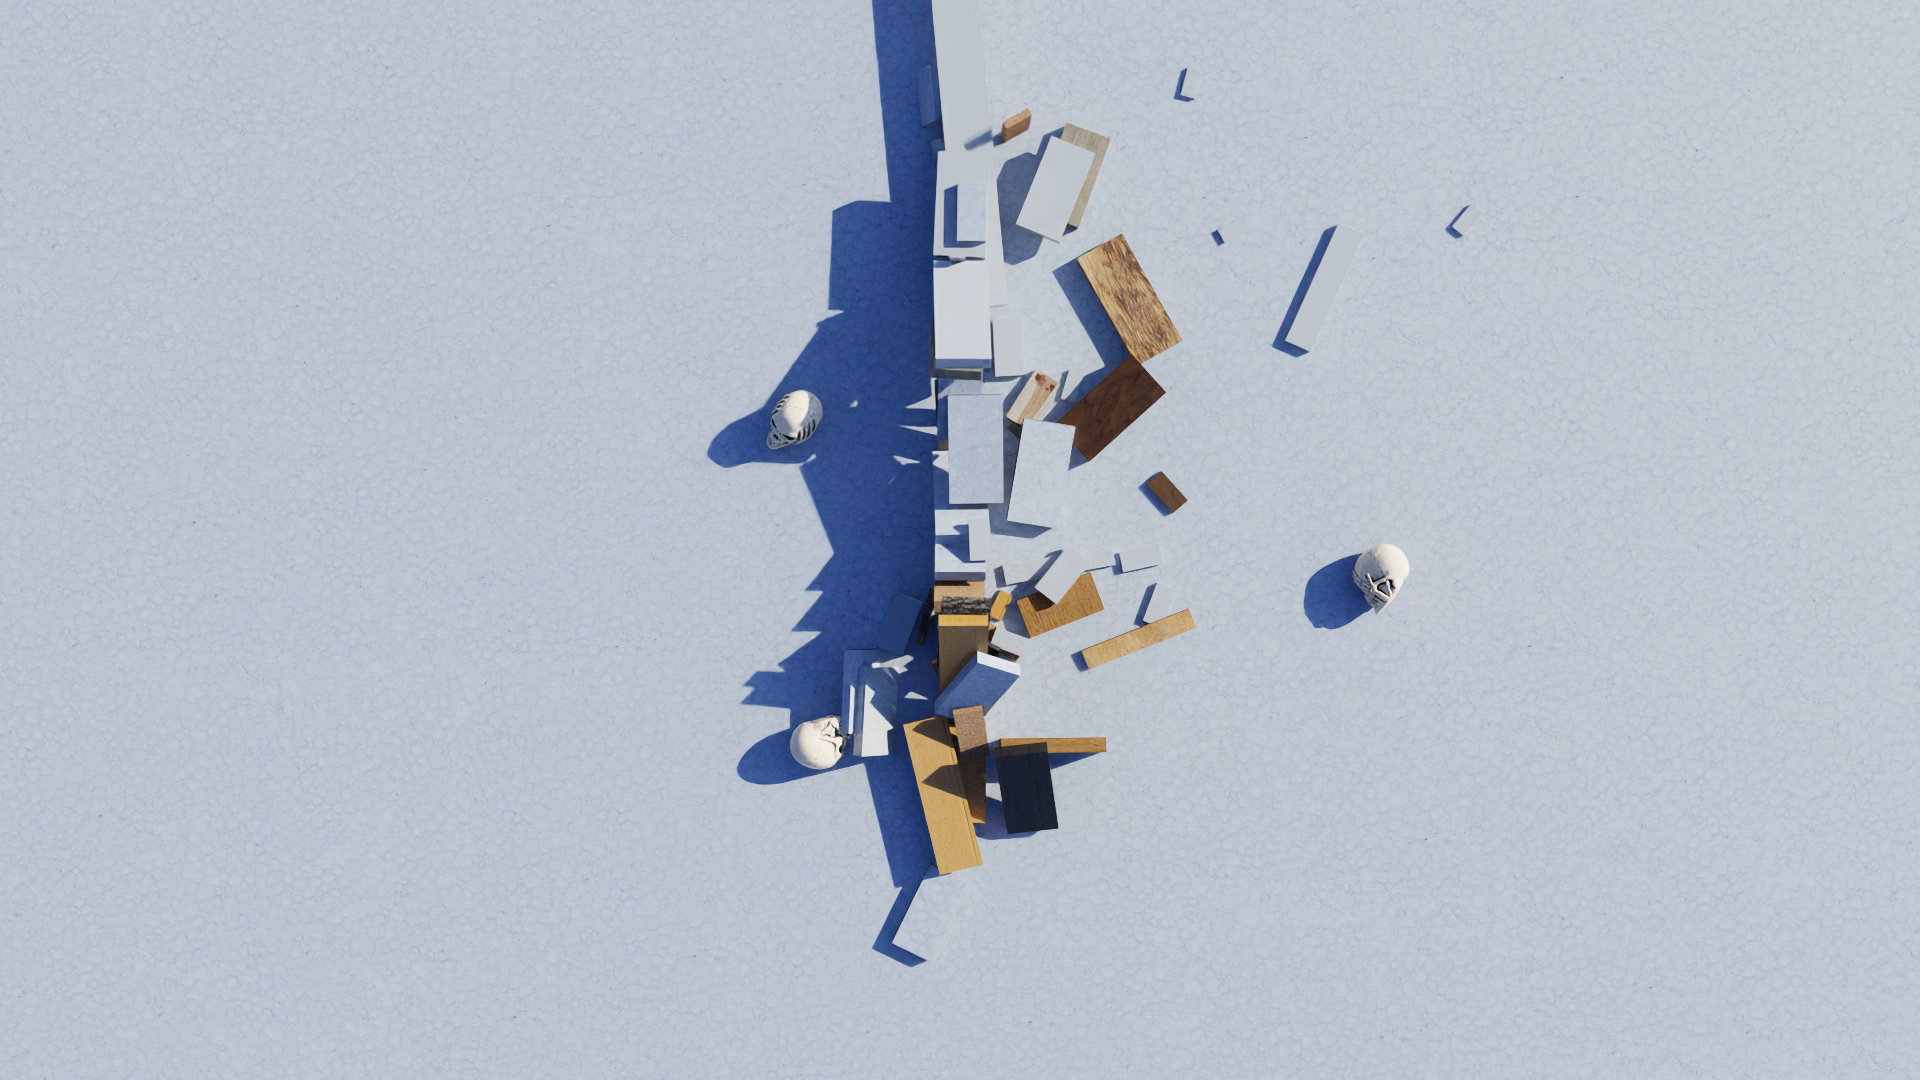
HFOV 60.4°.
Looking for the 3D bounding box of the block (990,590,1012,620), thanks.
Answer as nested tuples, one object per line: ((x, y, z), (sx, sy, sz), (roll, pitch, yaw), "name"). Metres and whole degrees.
((0.135, 0.217, 5.493), (0.046, 0.013, 0.093), (26, 90, 0), "block")

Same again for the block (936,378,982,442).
((-0.001, -0.455, 5.285), (0.140, 0.040, 0.280), (1, 114, -2), "block")

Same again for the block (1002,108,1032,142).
((0.184, -1.359, 5.407), (0.093, 0.186, 0.026), (-29, 90, 0), "block")

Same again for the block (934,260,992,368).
((0.005, -0.715, 5.212), (0.173, 0.049, 0.395), (0, 59, -2), "block")

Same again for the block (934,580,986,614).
((0.000, 0.139, 5.346), (0.162, 0.323, 0.046), (1, 118, 0), "block")

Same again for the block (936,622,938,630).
((-0.006, 0.283, 5.399), (0.091, 0.182, 0.026), (0, 86, 16), "block")

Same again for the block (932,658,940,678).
((-0.028, 0.451, 5.448), (0.076, 0.022, 0.152), (-22, 116, 12), "block")

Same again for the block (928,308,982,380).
((-0.008, -0.658, 5.233), (0.167, 0.047, 0.334), (4, 58, 0), "block")

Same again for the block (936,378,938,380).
((-0.006, -0.502, 5.376), (0.140, 0.280, 0.040), (0, 51, -3), "block")

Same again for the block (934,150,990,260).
((0.006, -1.078, 5.317), (0.167, 0.047, 0.334), (3, 90, 0), "block")

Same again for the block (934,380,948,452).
((-0.007, -0.402, 5.394), (0.140, 0.040, 0.280), (-3, 130, 0), "block")

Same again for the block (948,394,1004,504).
((0.049, -0.291, 5.269), (0.173, 0.049, 0.346), (-1, 101, -1), "block")

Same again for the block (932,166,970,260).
((0.003, -0.883, 5.364), (0.167, 0.047, 0.653), (-2, 90, 0), "block")

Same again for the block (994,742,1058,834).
((0.218, 0.811, 5.379), (0.170, 0.048, 0.340), (-7, 124, 4), "block")

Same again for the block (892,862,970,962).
((-0.097, 1.236, 5.479), (0.145, 0.041, 0.290), (26, 90, 0), "block")

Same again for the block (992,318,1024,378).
((0.160, -0.640, 5.487), (0.095, 0.027, 0.190), (-3, 90, 0), "block")

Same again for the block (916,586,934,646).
((-0.108, 0.249, 5.438), (0.027, 0.095, 0.190), (14, 92, 0), "block")

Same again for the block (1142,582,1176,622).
((0.663, 0.217, 5.491), (0.067, 0.019, 0.134), (21, 90, 0), "block")

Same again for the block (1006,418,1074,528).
((0.265, -0.221, 5.444), (0.170, 0.048, 0.340), (9, 100, -2), "block")

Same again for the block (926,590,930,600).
((-0.052, 0.195, 5.492), (0.113, 0.016, 0.057), (13, 90, 0), "block")

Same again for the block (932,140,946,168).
((-0.023, -1.203, 5.449), (0.120, 0.034, 0.239), (-5, 90, 0), "block")

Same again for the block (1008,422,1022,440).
((0.210, -0.356, 5.493), (0.101, 0.014, 0.050), (44, 90, 0), "block")

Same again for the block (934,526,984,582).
((-0.002, -0.010, 5.385), (0.162, 0.046, 0.323), (1, 53, 0), "block")

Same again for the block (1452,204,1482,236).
((1.687, -1.065, 5.493), (0.049, 0.014, 0.097), (40, 90, 0), "block")

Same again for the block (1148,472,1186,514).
((0.690, -0.159, 5.491), (0.065, 0.018, 0.131), (-42, 90, 0), "block")

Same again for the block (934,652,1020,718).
((0.054, 0.481, 5.323), (0.153, 0.307, 0.043), (19, 45, -20), "block")

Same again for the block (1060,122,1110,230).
((0.373, -1.208, 5.478), (0.156, 0.044, 0.312), (20, 90, 0), "block")

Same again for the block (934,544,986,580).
((0.001, -0.015, 5.332), (0.162, 0.046, 0.323), (0, 53, 0), "block")

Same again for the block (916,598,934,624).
((-0.135, 0.242, 5.493), (0.046, 0.013, 0.093), (-39, 90, 0), "block")

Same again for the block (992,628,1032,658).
((0.169, 0.340, 5.473), (0.125, 0.018, 0.063), (20, 90, 0), "block")
